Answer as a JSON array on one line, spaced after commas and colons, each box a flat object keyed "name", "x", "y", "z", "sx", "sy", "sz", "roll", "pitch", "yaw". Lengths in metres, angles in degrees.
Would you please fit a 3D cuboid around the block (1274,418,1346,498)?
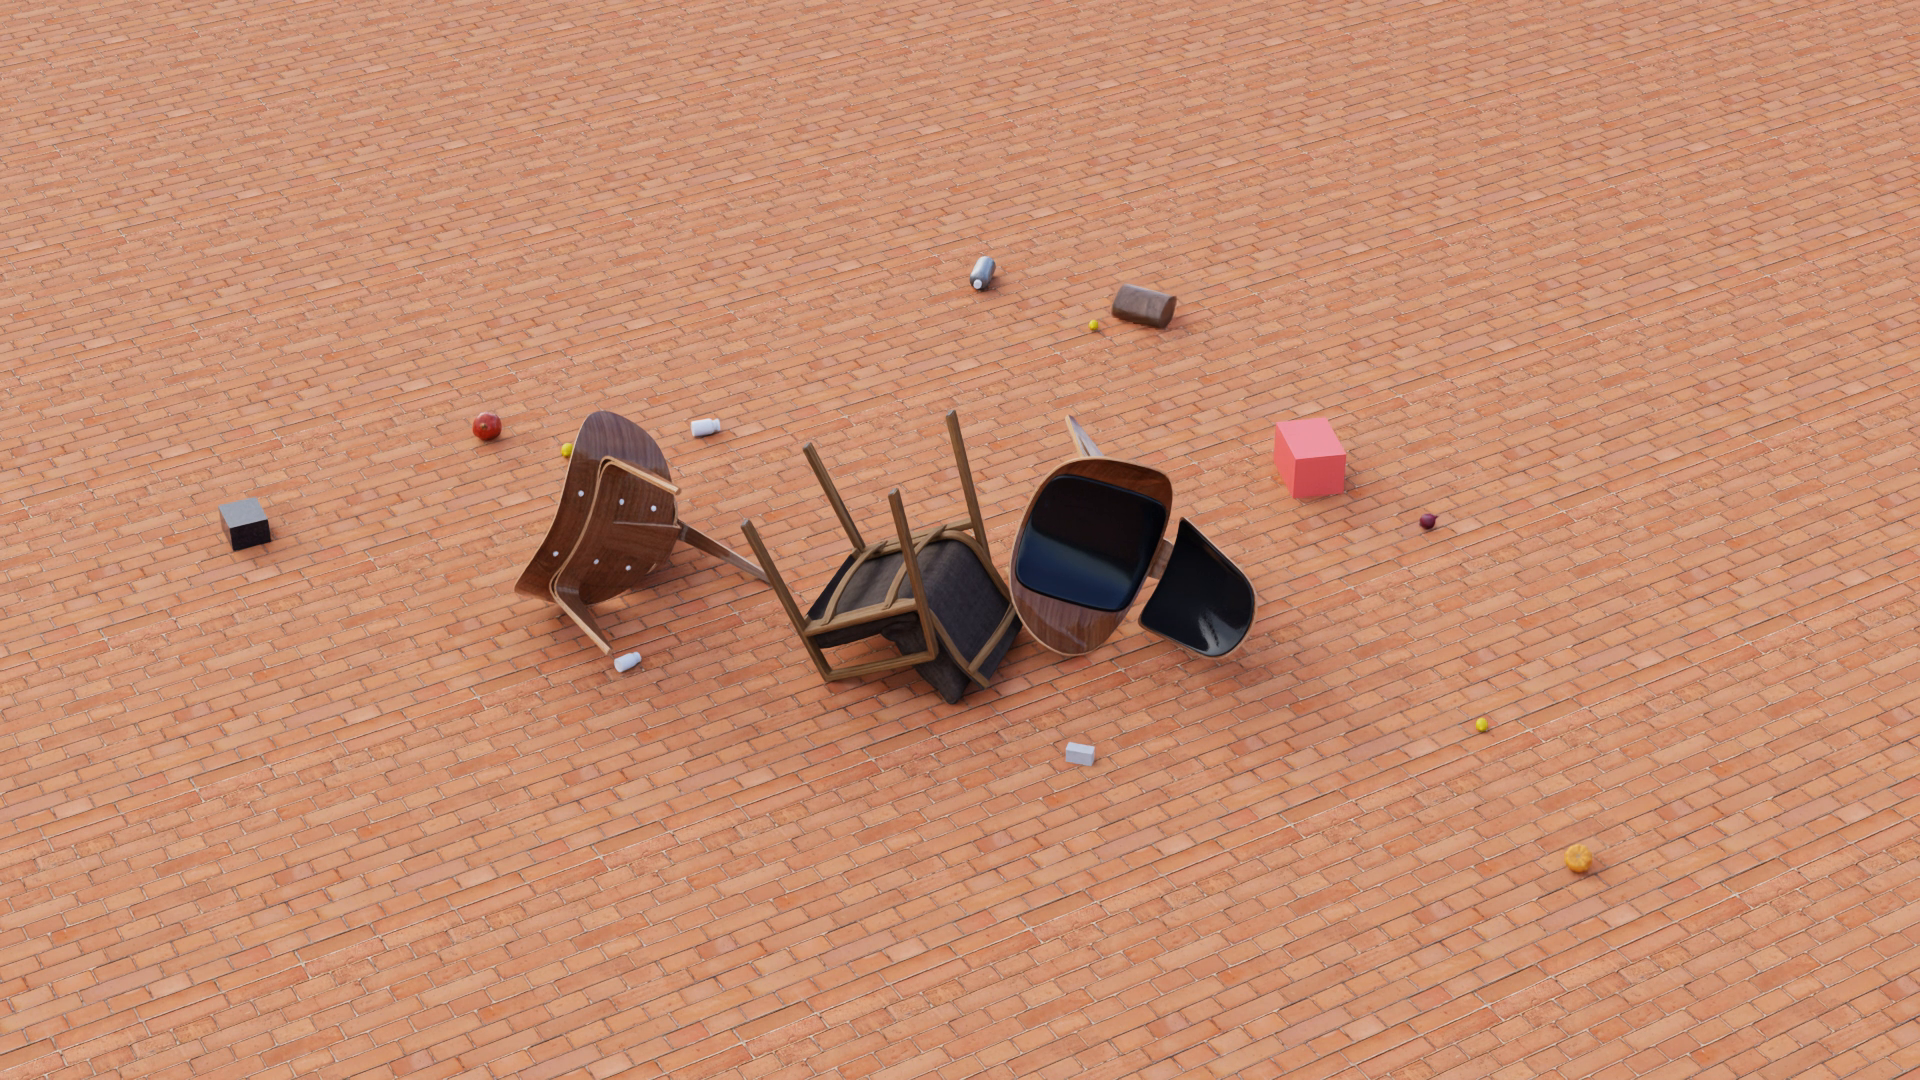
[{"name": "block", "x": 1.342, "y": -0.317, "z": 11.265, "sx": 0.199, "sy": 0.176, "sz": 0.276, "roll": -6, "pitch": 34, "yaw": -9}]

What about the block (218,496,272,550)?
[{"name": "block", "x": -2.670, "y": -0.061, "z": 10.944, "sx": 0.144, "sy": 0.102, "sz": 0.172, "roll": -15, "pitch": 36, "yaw": -21}]

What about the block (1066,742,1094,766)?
[{"name": "block", "x": 0.402, "y": 0.717, "z": 9.810, "sx": 0.090, "sy": 0.051, "sz": 0.043, "roll": 10, "pitch": 35, "yaw": 14}]

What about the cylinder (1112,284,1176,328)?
[{"name": "cylinder", "x": 0.775, "y": -0.984, "z": 12.328, "sx": 0.225, "sy": 0.112, "sz": 0.163, "roll": 17, "pitch": 61, "yaw": 24}]
